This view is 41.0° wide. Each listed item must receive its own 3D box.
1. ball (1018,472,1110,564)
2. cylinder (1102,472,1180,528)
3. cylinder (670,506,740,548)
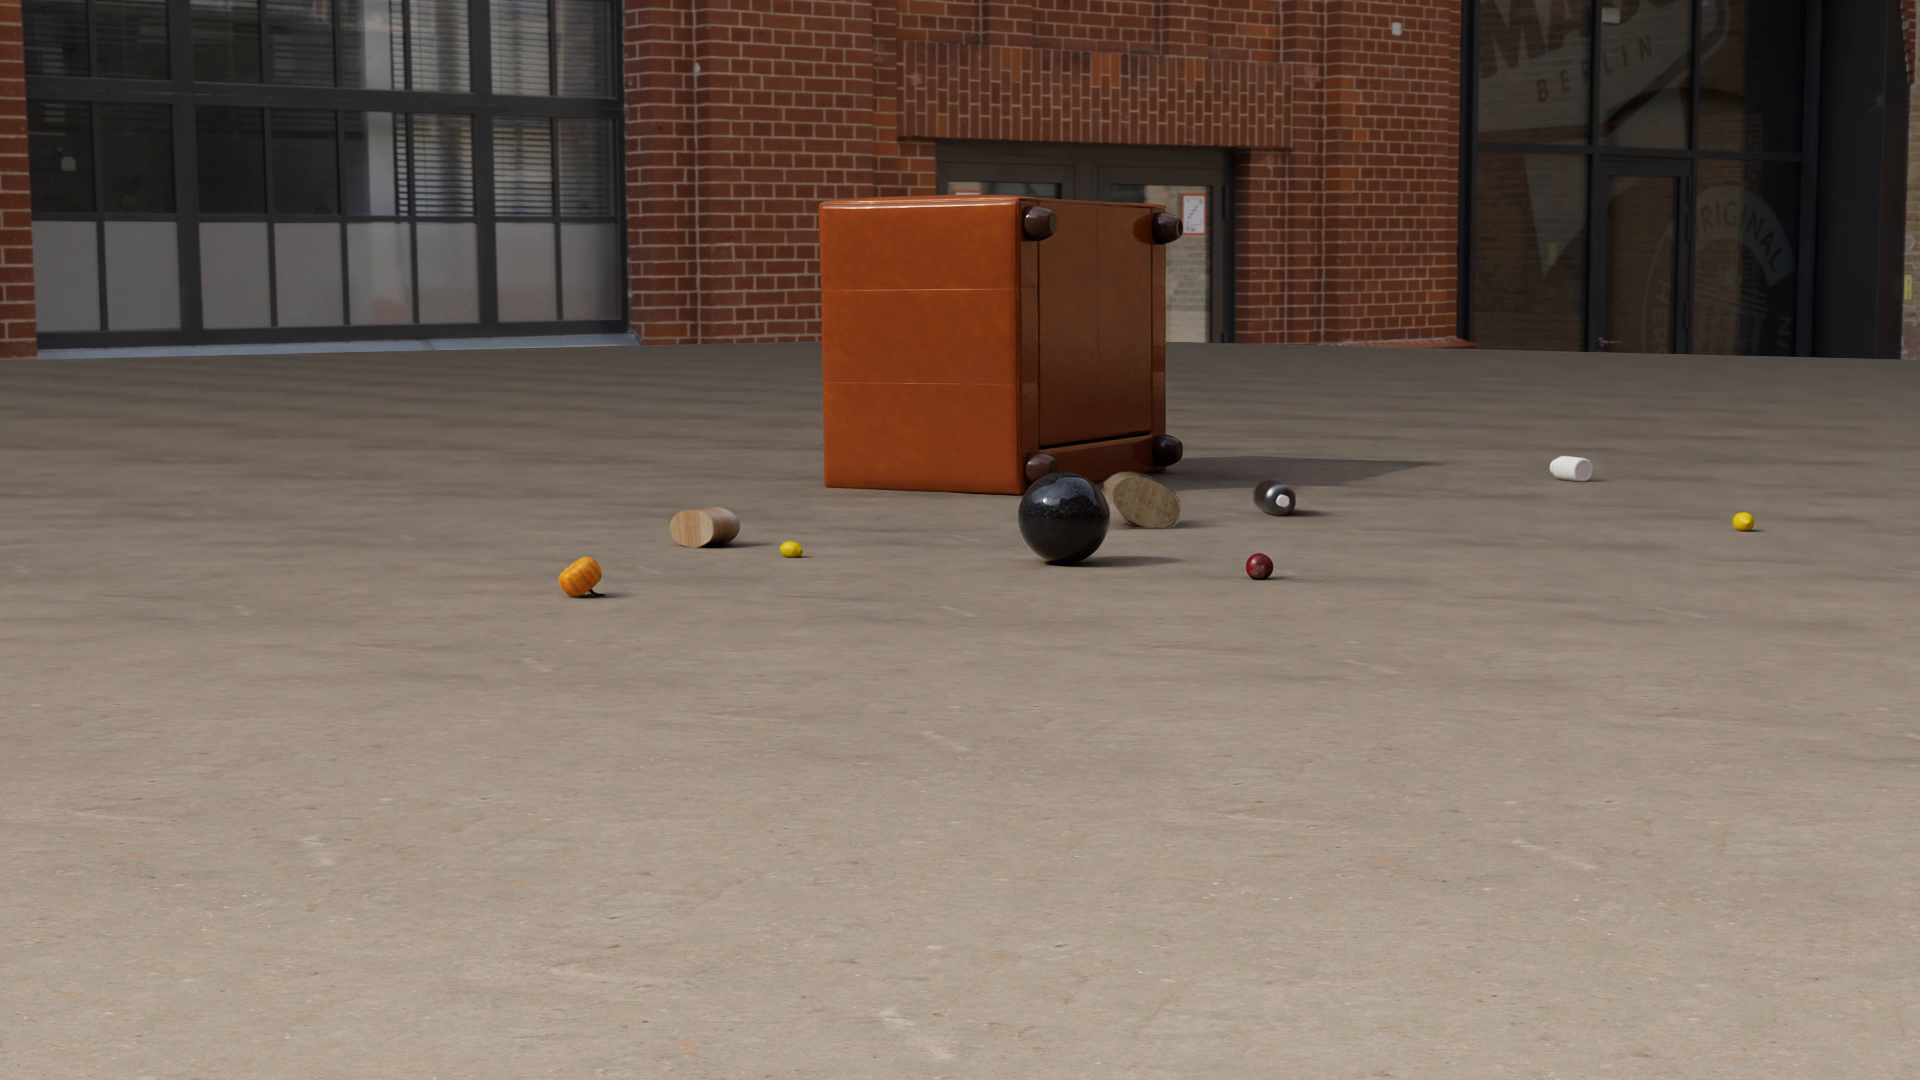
[{"bbox_3d":[0.238,-0.051,5.871,0.212,0.212,0.212,0,6,0],"label":"ball"},{"bbox_3d":[0.477,-0.106,6.773,0.186,0.122,0.180,24,3,-7],"label":"cylinder"},{"bbox_3d":[-0.624,-0.032,6.272,0.147,0.092,0.094,0,5,37],"label":"cylinder"}]
